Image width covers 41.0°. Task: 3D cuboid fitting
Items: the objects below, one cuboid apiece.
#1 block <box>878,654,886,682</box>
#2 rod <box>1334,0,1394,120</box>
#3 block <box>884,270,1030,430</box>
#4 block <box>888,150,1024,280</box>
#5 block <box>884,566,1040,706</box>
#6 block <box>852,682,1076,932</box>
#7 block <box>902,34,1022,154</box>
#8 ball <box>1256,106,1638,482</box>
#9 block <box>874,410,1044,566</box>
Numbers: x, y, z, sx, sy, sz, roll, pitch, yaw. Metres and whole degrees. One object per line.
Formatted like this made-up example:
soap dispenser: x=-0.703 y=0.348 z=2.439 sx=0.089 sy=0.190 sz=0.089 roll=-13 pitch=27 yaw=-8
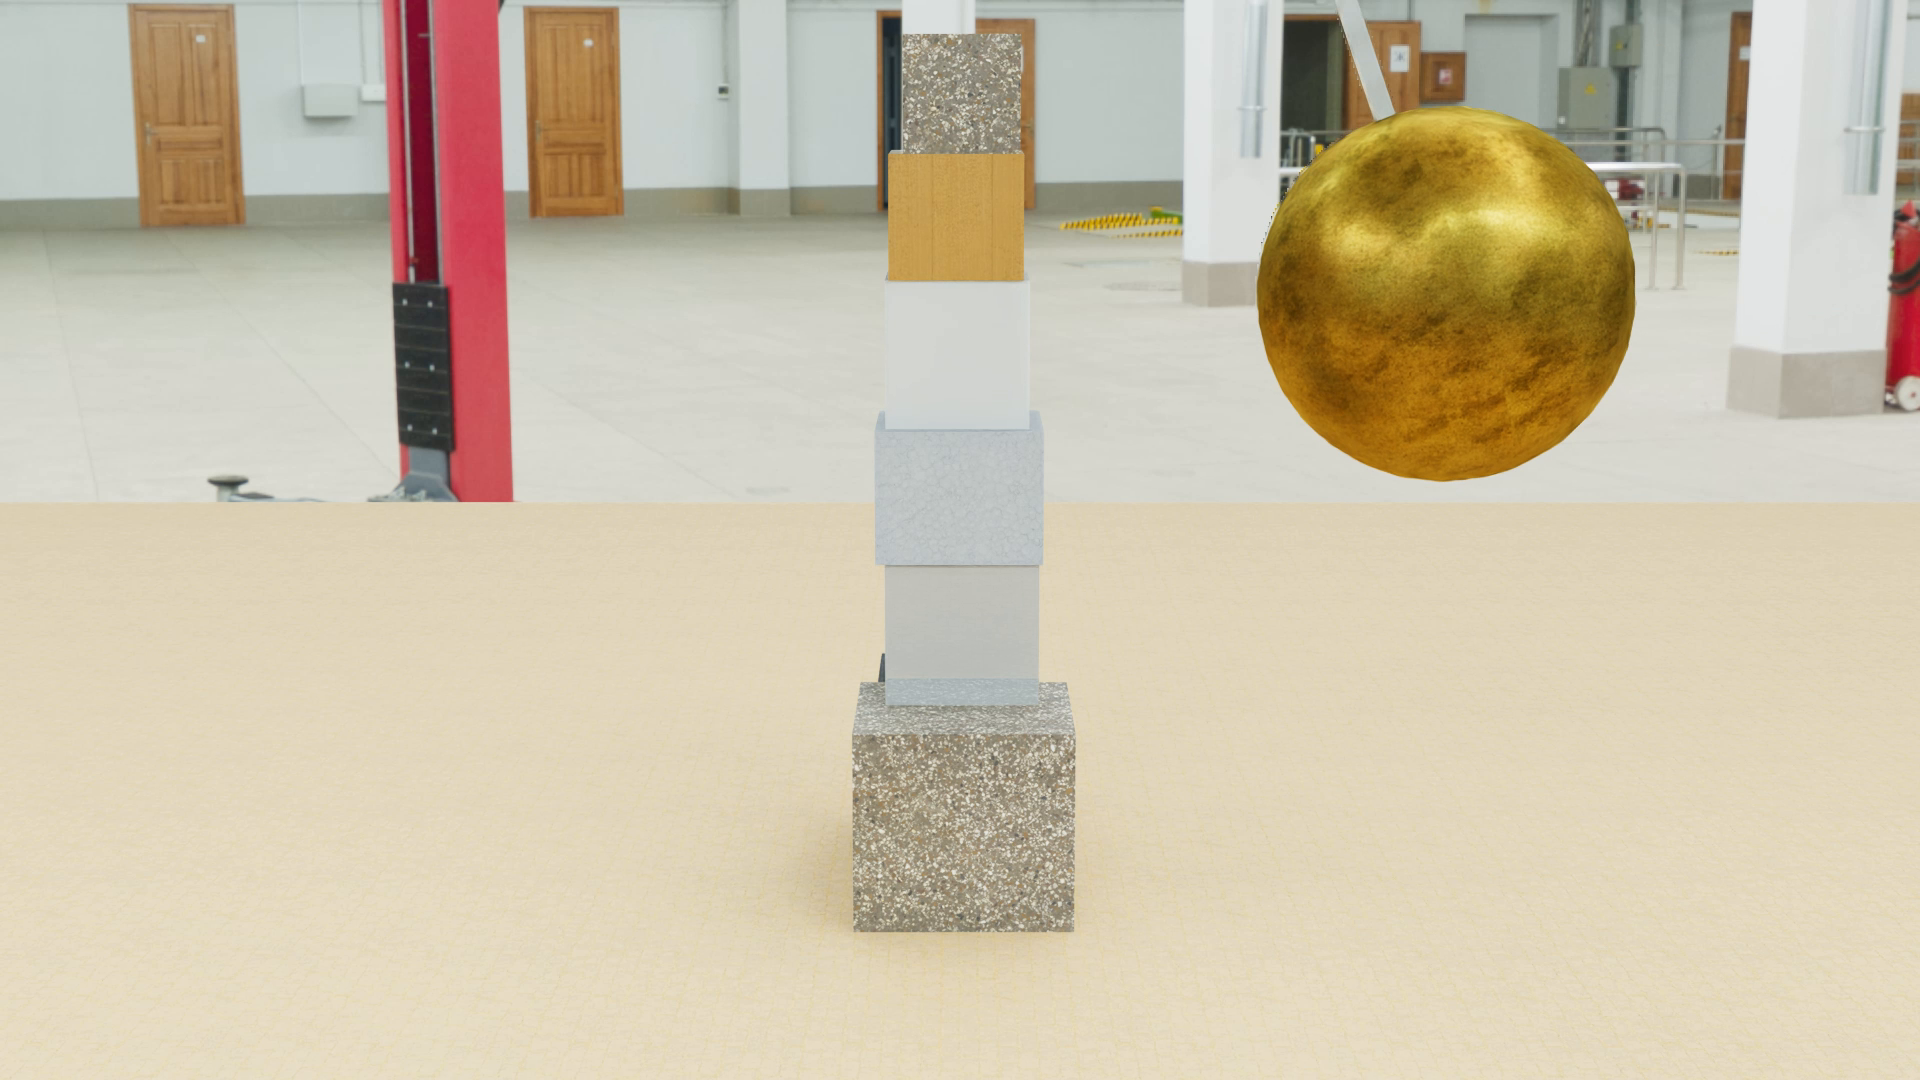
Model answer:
block: x=-0.007 y=0.997 z=11.832 sx=0.726 sy=0.805 sz=0.742 roll=0 pitch=10 yaw=0
rod: x=0.899 y=-4.188 z=10.419 sx=0.080 sy=5.200 sz=0.080 roll=-20 pitch=10 yaw=4
block: x=-0.011 y=-0.823 z=11.031 sx=0.608 sy=0.626 sz=0.538 roll=0 pitch=10 yaw=0
block: x=-0.016 y=-1.389 z=10.928 sx=0.564 sy=0.523 sz=0.555 roll=0 pitch=10 yaw=0
block: x=0.008 y=0.344 z=11.243 sx=0.654 sy=0.612 sz=0.682 roll=0 pitch=10 yaw=0
block: x=0.016 y=1.128 z=11.003 sx=0.915 sy=0.844 sz=0.915 roll=0 pitch=10 yaw=0
block: x=0.007 y=-1.886 z=10.837 sx=0.487 sy=0.488 sz=0.535 roll=0 pitch=10 yaw=0
ball: x=2.074 y=-1.049 z=10.990 sx=1.600 sy=1.600 sz=1.600 roll=0 pitch=10 yaw=0
block: x=-0.003 y=-0.236 z=11.137 sx=0.711 sy=0.568 sz=0.707 roll=0 pitch=10 yaw=0
